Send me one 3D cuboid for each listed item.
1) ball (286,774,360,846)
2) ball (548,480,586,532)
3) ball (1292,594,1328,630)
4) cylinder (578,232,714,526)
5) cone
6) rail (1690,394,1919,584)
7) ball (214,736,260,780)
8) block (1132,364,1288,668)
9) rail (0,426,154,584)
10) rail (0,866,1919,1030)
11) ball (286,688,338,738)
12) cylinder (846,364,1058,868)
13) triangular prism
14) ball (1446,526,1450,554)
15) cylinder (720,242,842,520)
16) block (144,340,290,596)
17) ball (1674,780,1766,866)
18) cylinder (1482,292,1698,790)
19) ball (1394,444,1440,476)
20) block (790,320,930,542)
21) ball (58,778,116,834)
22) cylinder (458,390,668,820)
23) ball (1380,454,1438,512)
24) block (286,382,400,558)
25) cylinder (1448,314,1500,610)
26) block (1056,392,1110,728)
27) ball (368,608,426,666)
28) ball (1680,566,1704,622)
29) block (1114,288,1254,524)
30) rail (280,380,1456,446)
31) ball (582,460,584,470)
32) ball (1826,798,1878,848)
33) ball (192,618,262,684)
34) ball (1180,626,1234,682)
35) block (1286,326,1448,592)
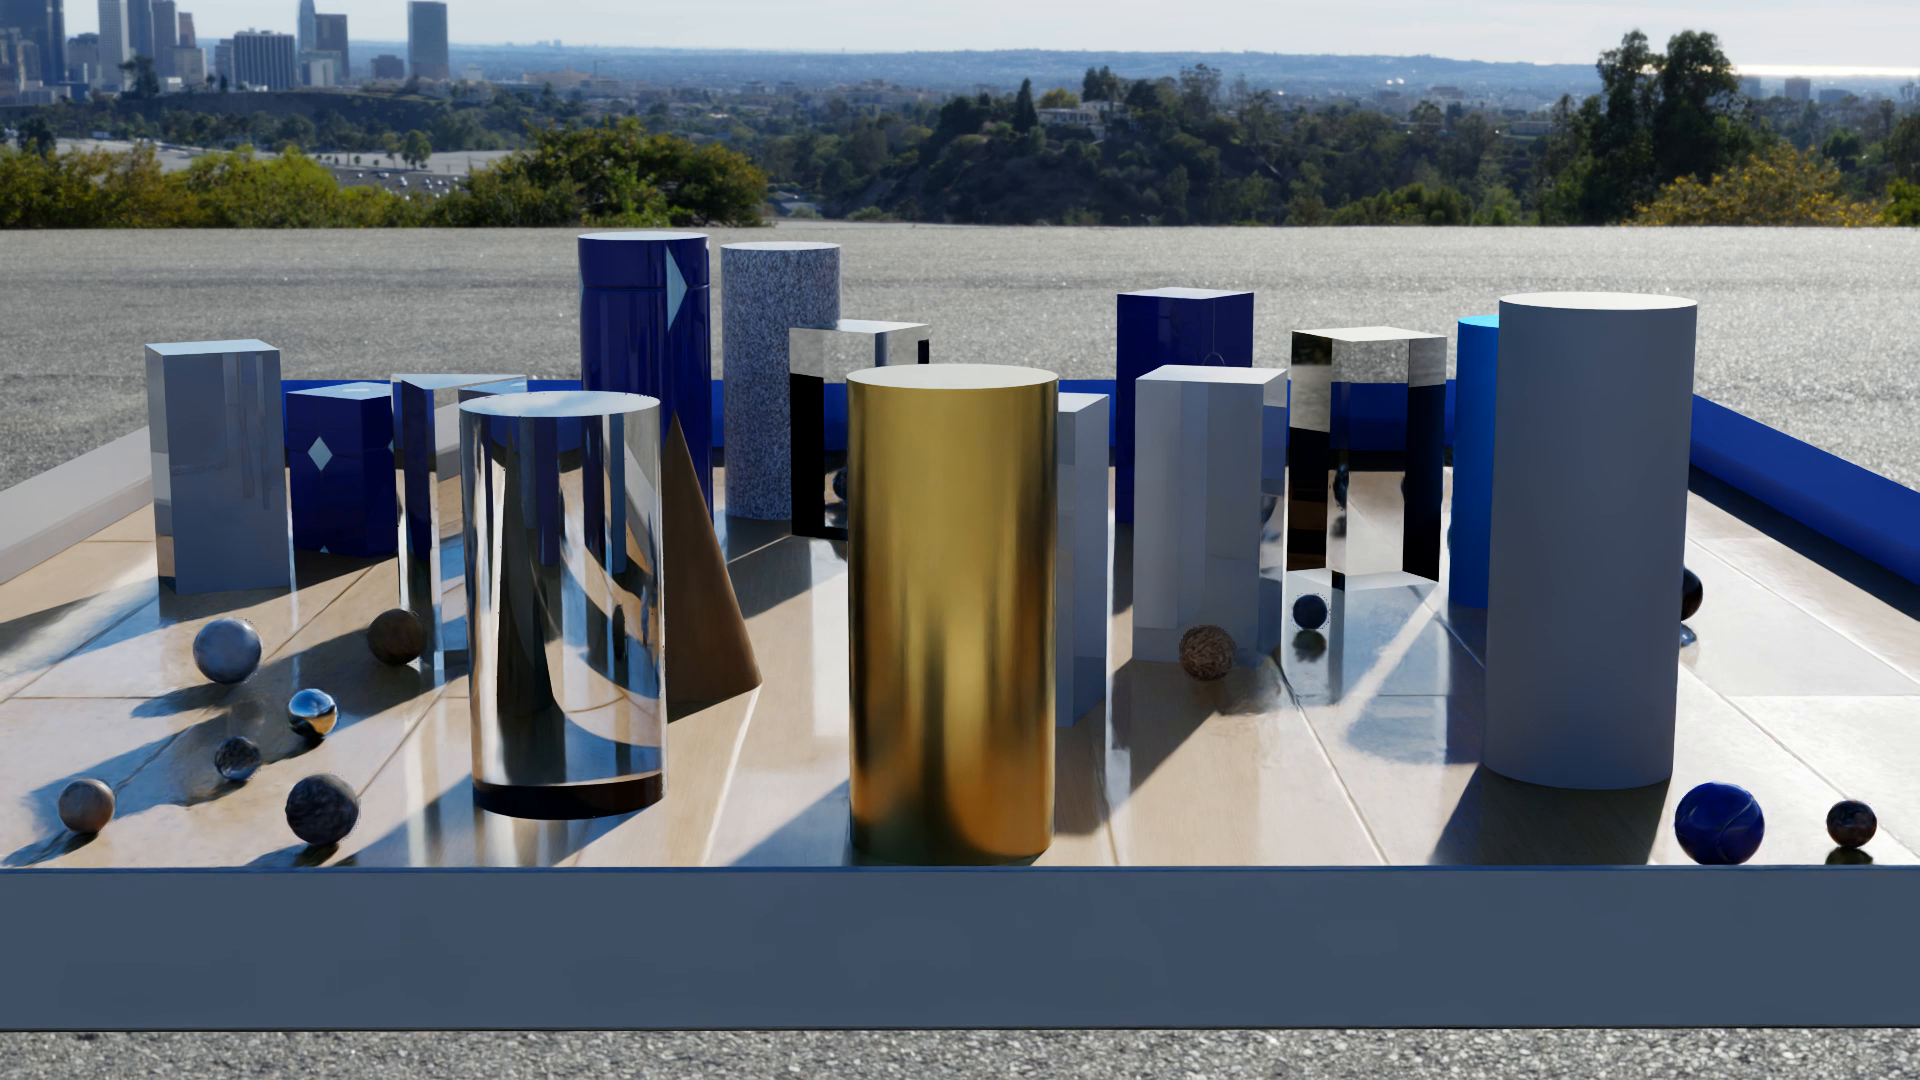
[{"bbox_3d":[-0.603,0.254,2.425,0.068,0.068,0.068,0,10,0],"label":"ball"},{"bbox_3d":[-0.609,-0.053,4.048,0.081,0.081,0.081,0,10,0],"label":"ball"},{"bbox_3d":[0.457,0.094,3.349,0.046,0.046,0.046,0,10,0],"label":"ball"},{"bbox_3d":[-0.477,-0.226,3.905,0.197,0.472,0.197,0,10,0],"label":"cylinder"},{"bbox_3d":[-0.334,0.007,3.038,0.197,0.330,0.197,0,10,0],"label":"cone"},{"bbox_3d":[1.338,0.031,3.456,0.045,0.128,3.052,0,10,0],"label":"rail"},{"bbox_3d":[-0.744,0.225,2.642,0.046,0.046,0.046,0,10,0],"label":"ball"},{"bbox_3d":[0.312,-0.033,3.201,0.157,0.350,0.157,3,11,17],"label":"block"},{"bbox_3d":[-1.338,0.034,3.441,0.045,0.128,3.052,0,10,0],"label":"rail"},{"bbox_3d":[0.009,0.307,1.972,2.723,0.128,0.045,0,10,0],"label":"rail"},{"bbox_3d":[-0.709,0.190,2.806,0.055,0.055,0.055,0,10,0],"label":"ball"},{"bbox_3d":[-0.007,0.066,2.414,0.197,0.443,0.197,0,10,0],"label":"cylinder"},{"bbox_3d":[-0.650,-0.031,3.209,0.148,0.344,0.170,7,13,33],"label":"triangular prism"},{"bbox_3d":[0.754,-0.001,3.717,0.098,0.098,0.098,0,10,0],"label":"ball"},{"bbox_3d":[-0.292,-0.265,4.216,0.197,0.436,0.197,0,10,0],"label":"cylinder"},{"bbox_3d":[-1.053,-0.107,3.640,0.157,0.335,0.157,-5,12,-26],"label":"block"},{"bbox_3d":[0.696,0.261,2.351,0.081,0.081,0.081,0,10,0],"label":"ball"},{"bbox_3d":[0.651,-0.004,2.663,0.197,0.489,0.197,0,10,0],"label":"cylinder"},{"bbox_3d":[0.786,-0.124,4.426,0.082,0.082,0.082,0,10,0],"label":"ball"},{"bbox_3d":[-0.156,-0.173,4.022,0.157,0.326,0.157,6,12,30],"label":"block"},{"bbox_3d":[-0.838,0.255,2.462,0.053,0.053,0.053,0,10,0],"label":"ball"},{"bbox_3d":[-0.394,0.061,2.566,0.197,0.397,0.197,0,10,0],"label":"cylinder"},{"bbox_3d":[0.740,-0.094,4.230,0.095,0.095,0.095,0,10,0],"label":"ball"},{"bbox_3d":[-0.910,-0.110,3.920,0.157,0.239,0.157,7,12,32],"label":"block"},{"bbox_3d":[0.776,-0.108,3.516,0.197,0.383,0.197,0,10,0],"label":"cylinder"},{"bbox_3d":[0.073,0.017,2.921,0.157,0.354,0.157,3,11,17],"label":"block"},{"bbox_3d":[-0.691,0.119,3.147,0.070,0.070,0.070,0,10,0],"label":"ball"},{"bbox_3d":[0.942,0.071,3.389,0.077,0.077,0.077,0,10,0],"label":"ball"},{"bbox_3d":[0.360,-0.213,4.126,0.157,0.368,0.157,8,13,37],"label":"block"},{"bbox_3d":[-0.009,-0.241,4.926,2.723,0.128,0.045,0,10,0],"label":"rail"},{"bbox_3d":[-0.647,-0.133,4.563,0.050,0.050,0.050,0,10,0],"label":"ball"},{"bbox_3d":[0.839,0.267,2.416,0.046,0.046,0.046,0,10,0],"label":"ball"},{"bbox_3d":[-0.872,0.132,3.054,0.080,0.080,0.080,0,10,0],"label":"ball"},{"bbox_3d":[0.296,0.136,3.068,0.065,0.065,0.065,0,10,0],"label":"ball"},{"bbox_3d":[0.579,-0.119,3.663,0.157,0.351,0.157,-5,11,-24],"label":"block"}]
